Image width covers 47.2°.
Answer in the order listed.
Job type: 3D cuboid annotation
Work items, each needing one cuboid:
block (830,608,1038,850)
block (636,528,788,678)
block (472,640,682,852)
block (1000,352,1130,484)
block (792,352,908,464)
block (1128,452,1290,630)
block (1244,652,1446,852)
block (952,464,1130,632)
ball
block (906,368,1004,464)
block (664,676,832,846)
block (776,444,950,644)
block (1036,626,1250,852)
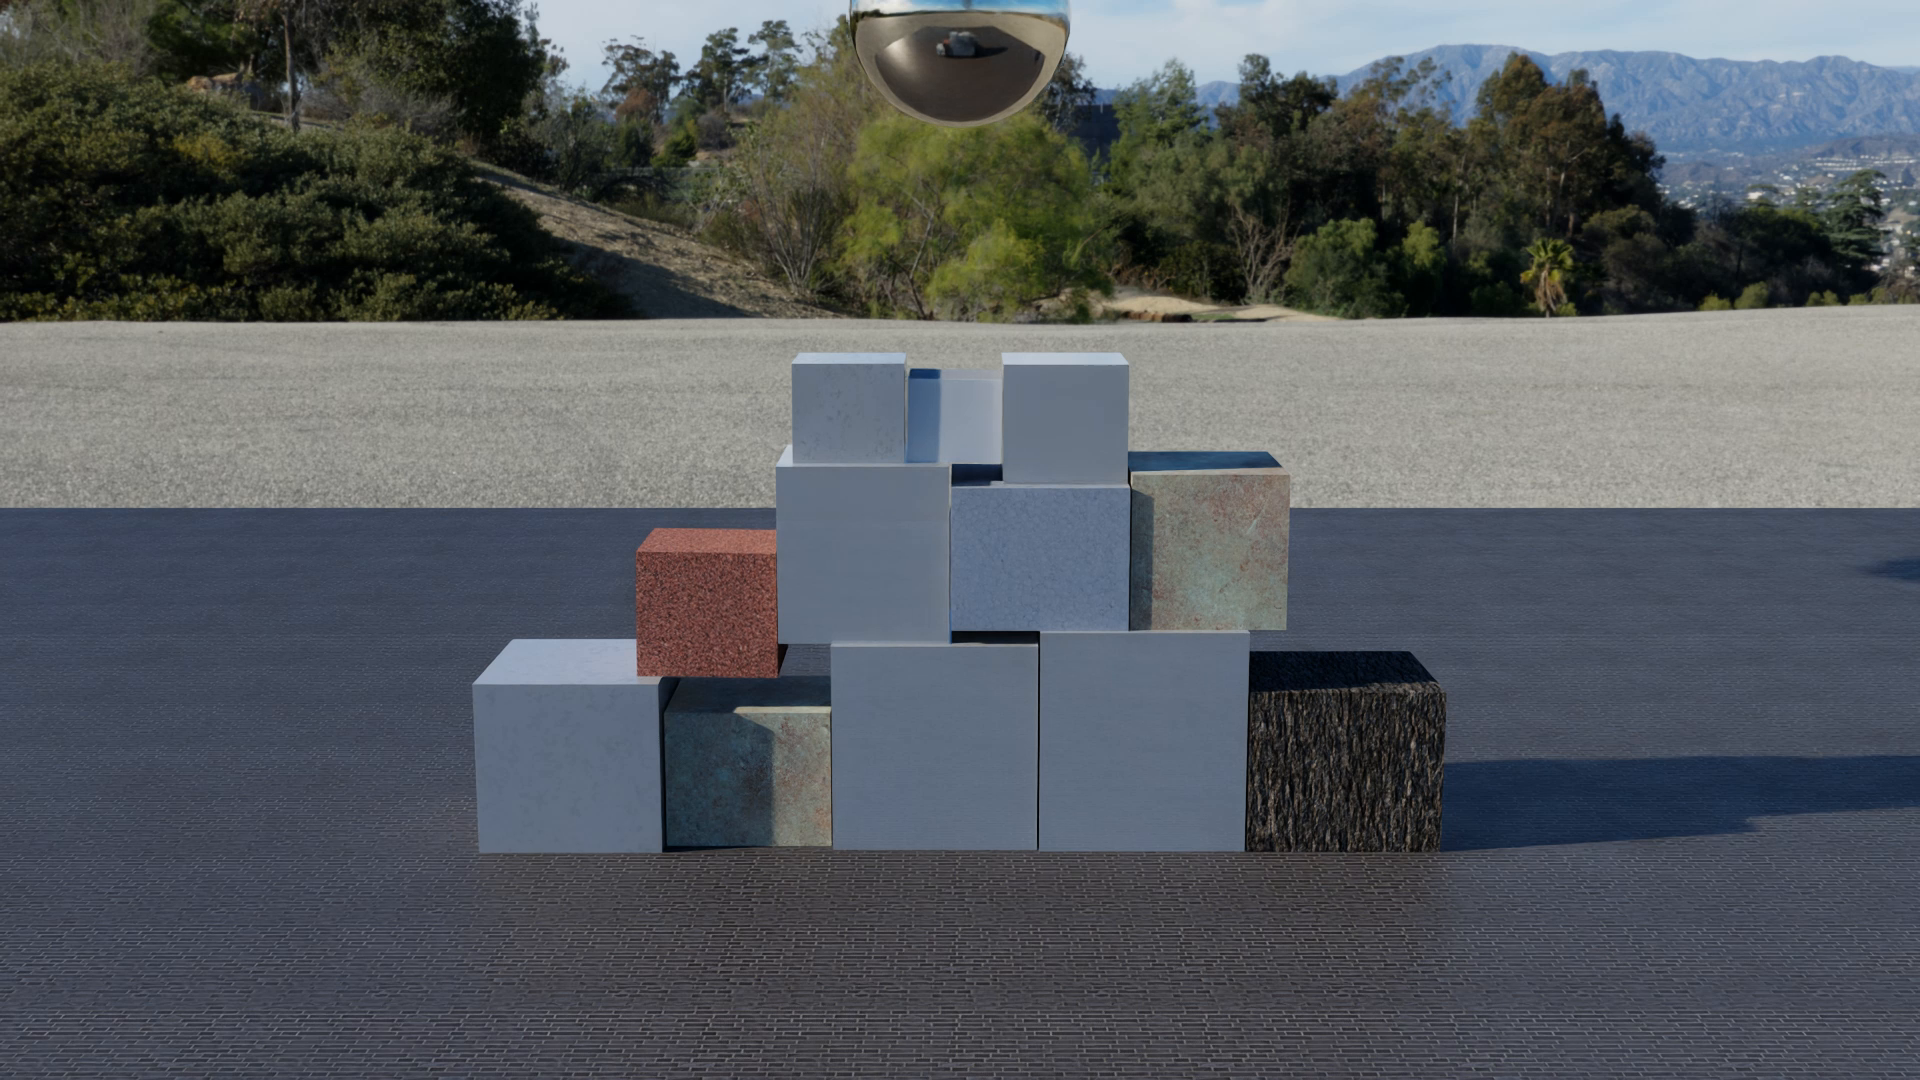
[{"bbox_3d":[-0.126,0.959,11.367,1.023,1.045,0.892,0,10,0],"label":"block"},{"bbox_3d":[-1.257,0.313,11.257,0.702,0.632,0.675,1,10,0],"label":"block"},{"bbox_3d":[-1.943,1.047,11.390,0.914,0.866,0.997,0,10,0],"label":"block"},{"bbox_3d":[0.519,-0.619,11.074,0.613,0.592,0.603,0,10,0],"label":"block"},{"bbox_3d":[-0.550,-0.670,11.074,0.552,0.493,0.549,0,10,0],"label":"block"},{"bbox_3d":[1.227,-0.010,11.198,0.771,0.776,0.814,0,10,0],"label":"block"},{"bbox_3d":[1.917,1.076,11.358,0.967,0.819,0.900,0,10,0],"label":"block"},{"bbox_3d":[0.394,0.024,11.188,0.875,0.713,0.831,0,10,0],"label":"block"},{"bbox_3d":[0.000,-3.760,15.736,1.600,1.600,1.600,0,10,0],"label":"ball"},{"bbox_3d":[-0.026,-0.629,11.075,0.466,0.412,0.467,1,10,0],"label":"block"},{"bbox_3d":[-1.062,1.133,11.404,0.829,0.691,0.777,0,10,0],"label":"block"},{"bbox_3d":[-0.477,0.008,11.201,0.847,0.887,0.782,0,10,0],"label":"block"},{"bbox_3d":[0.909,0.923,11.364,1.027,1.119,0.951,0,10,0],"label":"block"}]
